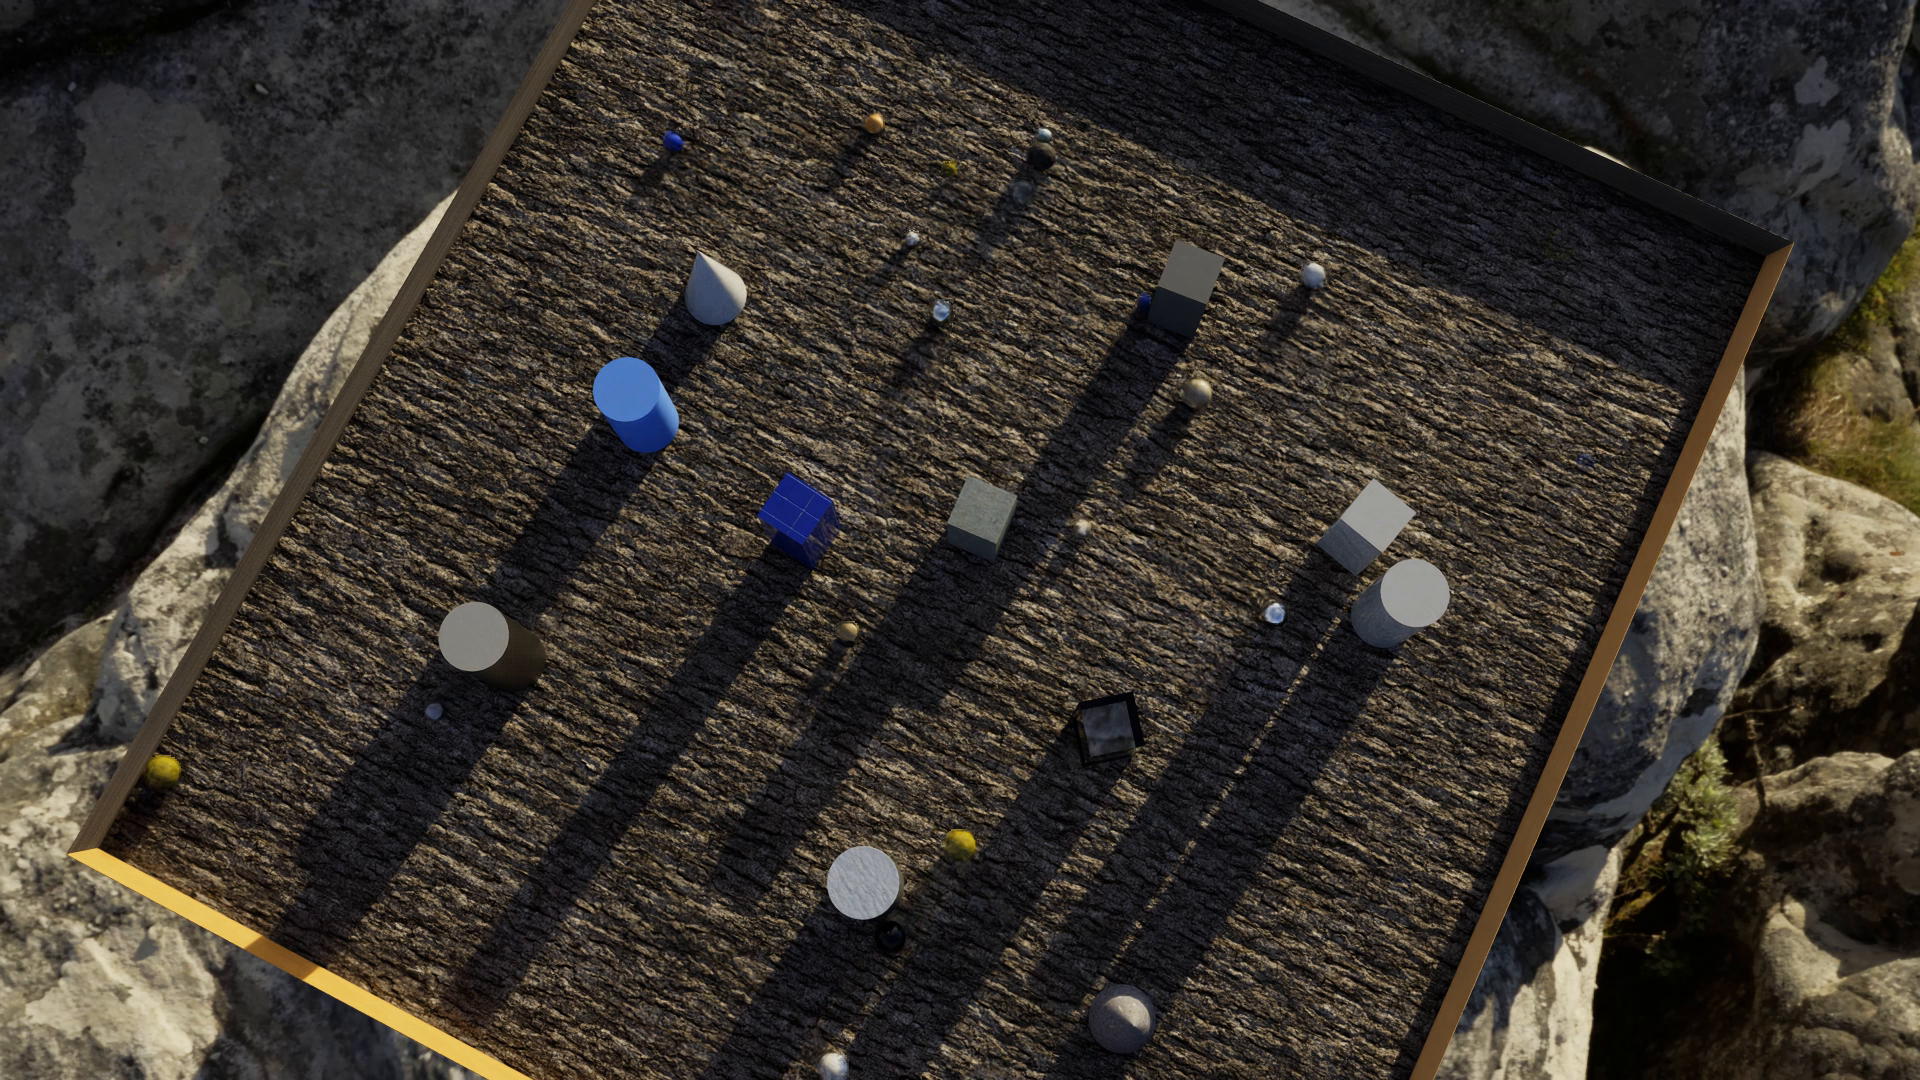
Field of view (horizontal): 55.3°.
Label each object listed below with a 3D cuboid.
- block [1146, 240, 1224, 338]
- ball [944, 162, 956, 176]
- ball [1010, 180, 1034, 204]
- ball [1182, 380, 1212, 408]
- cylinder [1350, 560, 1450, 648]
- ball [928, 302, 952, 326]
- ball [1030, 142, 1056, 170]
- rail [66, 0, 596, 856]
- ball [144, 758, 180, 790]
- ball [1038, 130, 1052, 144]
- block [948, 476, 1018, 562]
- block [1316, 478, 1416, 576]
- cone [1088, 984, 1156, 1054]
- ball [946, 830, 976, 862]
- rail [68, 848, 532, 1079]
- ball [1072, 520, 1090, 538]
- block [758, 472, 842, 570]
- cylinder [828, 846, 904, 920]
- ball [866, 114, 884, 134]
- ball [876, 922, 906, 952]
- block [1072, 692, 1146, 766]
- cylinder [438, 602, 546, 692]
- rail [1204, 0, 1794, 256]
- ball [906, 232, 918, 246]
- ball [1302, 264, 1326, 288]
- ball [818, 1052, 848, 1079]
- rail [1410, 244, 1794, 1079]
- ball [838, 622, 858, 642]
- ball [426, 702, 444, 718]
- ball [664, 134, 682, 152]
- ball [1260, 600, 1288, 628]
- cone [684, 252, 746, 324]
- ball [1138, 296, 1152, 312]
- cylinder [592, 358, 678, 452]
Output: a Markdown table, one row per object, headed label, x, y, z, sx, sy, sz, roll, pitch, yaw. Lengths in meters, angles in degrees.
| label | x | y | z | sx | sy | sz | roll | pitch | yaw |
| --- | --- | --- | --- | --- | --- | --- | --- | --- | --- |
| block | 0.688 | -0.763 | 5.606 | 0.156 | 0.329 | 0.156 | 22 | 79 | 4 |
| ball | -0.031 | -1.180 | 5.839 | 0.043 | 0.043 | 0.043 | 0 | 78 | 0 |
| ball | 0.199 | -1.102 | 5.807 | 0.075 | 0.075 | 0.075 | 0 | 78 | 0 |
| ball | 0.731 | -0.451 | 5.663 | 0.092 | 0.092 | 0.092 | 0 | 78 | 0 |
| cylinder | 1.285 | 0.190 | 5.372 | 0.195 | 0.402 | 0.195 | 0 | 78 | 0 |
| ball | -0.061 | -0.707 | 5.725 | 0.074 | 0.074 | 0.074 | 0 | 78 | 0 |
| ball | 0.263 | -1.219 | 5.826 | 0.084 | 0.084 | 0.084 | 0 | 78 | 0 |
| rail | -1.673 | -0.813 | 5.719 | 0.045 | 0.127 | 3.986 | 26 | 80 | 5 |
| ball | -2.362 | 0.692 | 5.424 | 0.098 | 0.098 | 0.098 | 0 | 78 | 0 |
| ball | 0.272 | -1.290 | 5.861 | 0.045 | 0.045 | 0.045 | 0 | 78 | 0 |
| block | 0.065 | -0.060 | 5.482 | 0.156 | 0.287 | 0.156 | 23 | 79 | 5 |
| block | 1.200 | -0.034 | 5.438 | 0.156 | 0.363 | 0.156 | 40 | 81 | 8 |
| cone | 0.472 | 1.355 | 5.147 | 0.195 | 0.370 | 0.195 | 0 | 78 | 0 |
| ball | 0.003 | 0.899 | 5.385 | 0.089 | 0.089 | 0.089 | 0 | 78 | 0 |
| rail | -0.881 | 1.731 | 5.192 | 3.789 | 0.127 | 0.045 | 26 | 80 | 5 |
| ball | 0.371 | -0.034 | 5.595 | 0.056 | 0.056 | 0.056 | 0 | 78 | 0 |
| block | -0.472 | -0.052 | 5.429 | 0.156 | 0.389 | 0.156 | 33 | 80 | 6 |
| cylinder | -0.262 | 0.973 | 5.177 | 0.195 | 0.466 | 0.195 | 0 | 78 | 0 |
| ball | -0.274 | -1.329 | 5.861 | 0.059 | 0.059 | 0.059 | 0 | 78 | 0 |
| ball | -0.201 | 1.154 | 5.332 | 0.089 | 0.089 | 0.089 | 0 | 78 | 0 |
| block | 0.427 | 0.552 | 5.320 | 0.156 | 0.357 | 0.156 | -11 | 79 | -2 |
| cylinder | -1.349 | 0.315 | 5.312 | 0.195 | 0.469 | 0.195 | 0 | 78 | 0 |
| rail | 0.881 | -1.718 | 5.906 | 3.789 | 0.127 | 0.045 | 26 | 80 | 5 |
| ball | -0.152 | -0.951 | 5.791 | 0.044 | 0.044 | 0.044 | 0 | 78 | 0 |
| ball | 1.110 | -0.830 | 5.751 | 0.073 | 0.073 | 0.073 | 0 | 78 | 0 |
| ball | -0.365 | 1.516 | 5.258 | 0.087 | 0.087 | 0.087 | 0 | 78 | 0 |
| rail | 1.673 | 0.826 | 5.380 | 0.045 | 0.127 | 3.986 | 26 | 80 | 5 |
| ball | -0.338 | 0.278 | 5.528 | 0.060 | 0.060 | 0.060 | 0 | 78 | 0 |
| ball | -1.572 | 0.511 | 5.486 | 0.048 | 0.048 | 0.048 | 0 | 78 | 0 |
| ball | -0.914 | -1.268 | 5.850 | 0.057 | 0.057 | 0.057 | 0 | 78 | 0 |
| ball | 0.947 | 0.225 | 5.528 | 0.083 | 0.083 | 0.083 | 0 | 78 | 0 |
| cone | -0.771 | -0.811 | 5.583 | 0.195 | 0.395 | 0.195 | 0 | 78 | 0 |
| ball | 0.581 | -0.741 | 5.746 | 0.047 | 0.047 | 0.047 | 0 | 78 | 0 |
| cylinder | -0.971 | -0.402 | 5.514 | 0.195 | 0.364 | 0.195 | 0 | 78 | 0 |
